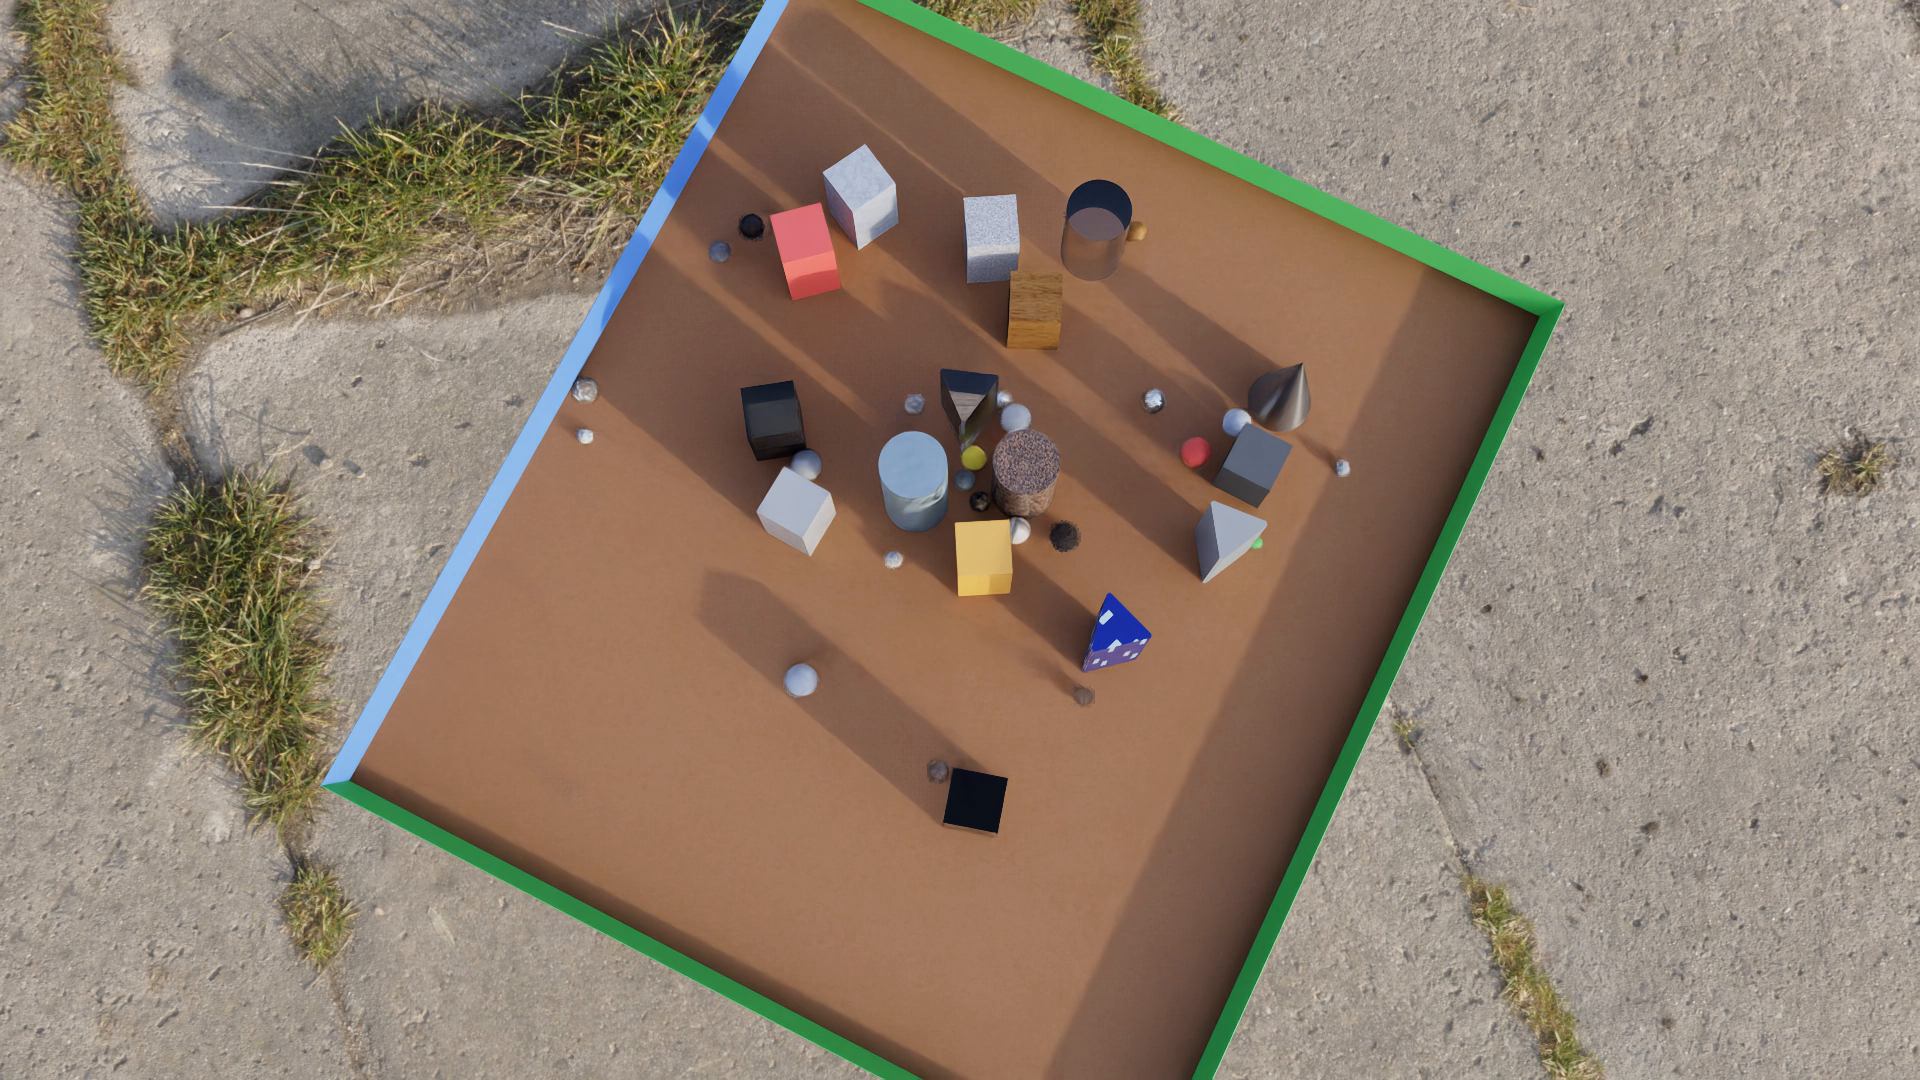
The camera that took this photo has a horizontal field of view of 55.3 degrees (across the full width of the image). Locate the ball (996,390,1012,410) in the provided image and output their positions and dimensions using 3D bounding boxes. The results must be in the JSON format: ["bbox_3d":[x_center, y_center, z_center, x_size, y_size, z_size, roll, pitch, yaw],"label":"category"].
[{"bbox_3d":[0.133,-0.435,5.676,0.061,0.061,0.061,0,78,0],"label":"ball"}]

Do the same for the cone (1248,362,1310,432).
[{"bbox_3d":[0.994,-0.473,5.505,0.196,0.411,0.196,0,78,0],"label":"cone"}]

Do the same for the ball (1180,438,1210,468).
[{"bbox_3d":[0.722,-0.270,5.626,0.092,0.092,0.092,0,78,0],"label":"ball"}]

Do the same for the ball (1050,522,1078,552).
[{"bbox_3d":[0.316,-0.010,5.573,0.088,0.088,0.088,0,78,0],"label":"ball"}]

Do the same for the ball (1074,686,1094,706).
[{"bbox_3d":[0.370,0.469,5.490,0.057,0.057,0.057,0,78,0],"label":"ball"}]

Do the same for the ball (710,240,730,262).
[{"bbox_3d":[-0.755,-0.910,5.771,0.065,0.065,0.065,0,78,0],"label":"ball"}]

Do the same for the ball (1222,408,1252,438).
[{"bbox_3d":[0.854,-0.361,5.646,0.088,0.088,0.088,0,78,0],"label":"ball"}]

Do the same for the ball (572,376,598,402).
[{"bbox_3d":[-1.161,-0.466,5.672,0.081,0.081,0.081,0,78,0],"label":"ball"}]

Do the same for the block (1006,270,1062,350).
[{"bbox_3d":[0.228,-0.702,5.622,0.157,0.274,0.157,2,78,0],"label":"block"}]

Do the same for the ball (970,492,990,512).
[{"bbox_3d":[0.062,-0.117,5.608,0.065,0.065,0.065,0,78,0],"label":"ball"}]

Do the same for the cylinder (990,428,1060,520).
[{"bbox_3d":[0.192,-0.192,5.480,0.196,0.345,0.196,0,78,0],"label":"cylinder"}]

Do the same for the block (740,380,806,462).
[{"bbox_3d":[-0.561,-0.358,5.552,0.157,0.272,0.157,-9,78,-2],"label":"block"}]

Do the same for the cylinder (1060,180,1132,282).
[{"bbox_3d":[0.416,-0.949,5.636,0.196,0.347,0.196,0,78,0],"label":"cylinder"}]

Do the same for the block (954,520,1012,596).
[{"bbox_3d":[0.068,0.056,5.435,0.157,0.334,0.157,-3,78,-1],"label":"block"}]

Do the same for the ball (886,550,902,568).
[{"bbox_3d":[-0.201,0.059,5.578,0.051,0.051,0.051,0,78,0],"label":"ball"}]

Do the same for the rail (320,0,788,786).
[{"bbox_3d":[-1.175,-0.569,5.668,0.045,0.127,2.987,26,80,5],"label":"rail"}]

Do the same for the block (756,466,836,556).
[{"bbox_3d":[-0.487,-0.082,5.488,0.157,0.286,0.157,29,80,6],"label":"block"}]

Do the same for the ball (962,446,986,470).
[{"bbox_3d":[0.043,-0.251,5.630,0.076,0.076,0.076,0,78,0],"label":"ball"}]

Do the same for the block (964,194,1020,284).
[{"bbox_3d":[0.095,-0.924,5.646,0.157,0.318,0.157,-4,78,-1],"label":"block"}]

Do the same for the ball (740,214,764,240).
[{"bbox_3d":[-0.656,-0.988,5.781,0.079,0.079,0.079,0,78,0],"label":"ball"}]

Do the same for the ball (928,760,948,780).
[{"bbox_3d":[-0.065,0.685,5.444,0.060,0.060,0.060,0,78,0],"label":"ball"}]

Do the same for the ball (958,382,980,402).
[{"bbox_3d":[0.027,-0.458,5.678,0.066,0.066,0.066,0,78,0],"label":"ball"}]

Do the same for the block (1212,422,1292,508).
[{"bbox_3d":[0.882,-0.225,5.543,0.157,0.236,0.157,28,80,5],"label":"block"}]

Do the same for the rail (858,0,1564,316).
[{"bbox_3d":[0.657,-1.281,5.815,2.675,0.127,0.045,26,80,5],"label":"rail"}]

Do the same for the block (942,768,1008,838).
[{"bbox_3d":[0.044,0.763,5.308,0.157,0.296,0.157,11,79,2],"label":"block"}]

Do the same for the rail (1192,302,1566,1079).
[{"bbox_3d":[1.175,0.582,5.430,0.045,0.127,2.987,26,80,5],"label":"rail"}]

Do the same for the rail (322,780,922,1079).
[{"bbox_3d":[-0.657,1.294,5.283,2.675,0.127,0.045,26,80,5],"label":"rail"}]

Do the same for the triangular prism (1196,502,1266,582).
[{"bbox_3d":[0.766,-0.015,5.425,0.170,0.381,0.147,-37,81,-7],"label":"triangular prism"}]

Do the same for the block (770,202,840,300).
[{"bbox_3d":[-0.472,-0.882,5.629,0.157,0.333,0.157,-15,79,-3],"label":"block"}]

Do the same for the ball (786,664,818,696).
[{"bbox_3d":[-0.474,0.419,5.480,0.098,0.098,0.098,0,78,0],"label":"ball"}]

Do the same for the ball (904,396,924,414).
[{"bbox_3d":[-0.142,-0.419,5.673,0.059,0.059,0.059,0,78,0],"label":"ball"}]

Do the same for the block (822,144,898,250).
[{"bbox_3d":[-0.304,-1.058,5.673,0.157,0.318,0.157,-35,80,-7],"label":"block"}]

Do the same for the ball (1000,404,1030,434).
[{"bbox_3d":[0.170,-0.372,5.645,0.096,0.096,0.096,0,78,0],"label":"ball"}]

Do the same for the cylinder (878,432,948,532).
[{"bbox_3d":[-0.133,-0.166,5.413,0.196,0.466,0.196,0,78,0],"label":"cylinder"}]

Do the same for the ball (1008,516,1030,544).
[{"bbox_3d":[0.172,-0.029,5.579,0.085,0.085,0.085,0,78,0],"label":"ball"}]

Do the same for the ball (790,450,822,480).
[{"bbox_3d":[-0.473,-0.229,5.615,0.096,0.096,0.096,0,78,0],"label":"ball"}]

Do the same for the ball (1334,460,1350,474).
[{"bbox_3d":[1.175,-0.224,5.639,0.047,0.047,0.047,0,78,0],"label":"ball"}]

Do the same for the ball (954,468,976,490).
[{"bbox_3d":[0.014,-0.187,5.621,0.067,0.067,0.067,0,78,0],"label":"ball"}]

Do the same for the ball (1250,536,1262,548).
[{"bbox_3d":[0.901,0.006,5.594,0.041,0.041,0.041,0,78,0],"label":"ball"}]

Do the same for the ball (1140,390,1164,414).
[{"bbox_3d":[0.596,-0.428,5.669,0.072,0.072,0.072,0,78,0],"label":"ball"}]

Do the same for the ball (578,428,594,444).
[{"bbox_3d":[-1.158,-0.320,5.658,0.049,0.049,0.049,0,78,0],"label":"ball"}]

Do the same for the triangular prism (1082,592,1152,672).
[{"bbox_3d":[0.434,0.263,5.337,0.170,0.440,0.147,-13,79,-3],"label":"triangular prism"}]

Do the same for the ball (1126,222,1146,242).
[{"bbox_3d":[0.555,-0.973,5.784,0.066,0.066,0.066,0,78,0],"label":"ball"}]

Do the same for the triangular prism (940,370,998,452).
[{"bbox_3d":[0.003,-0.418,5.519,0.147,0.360,0.170,36,81,7],"label":"triangular prism"}]
